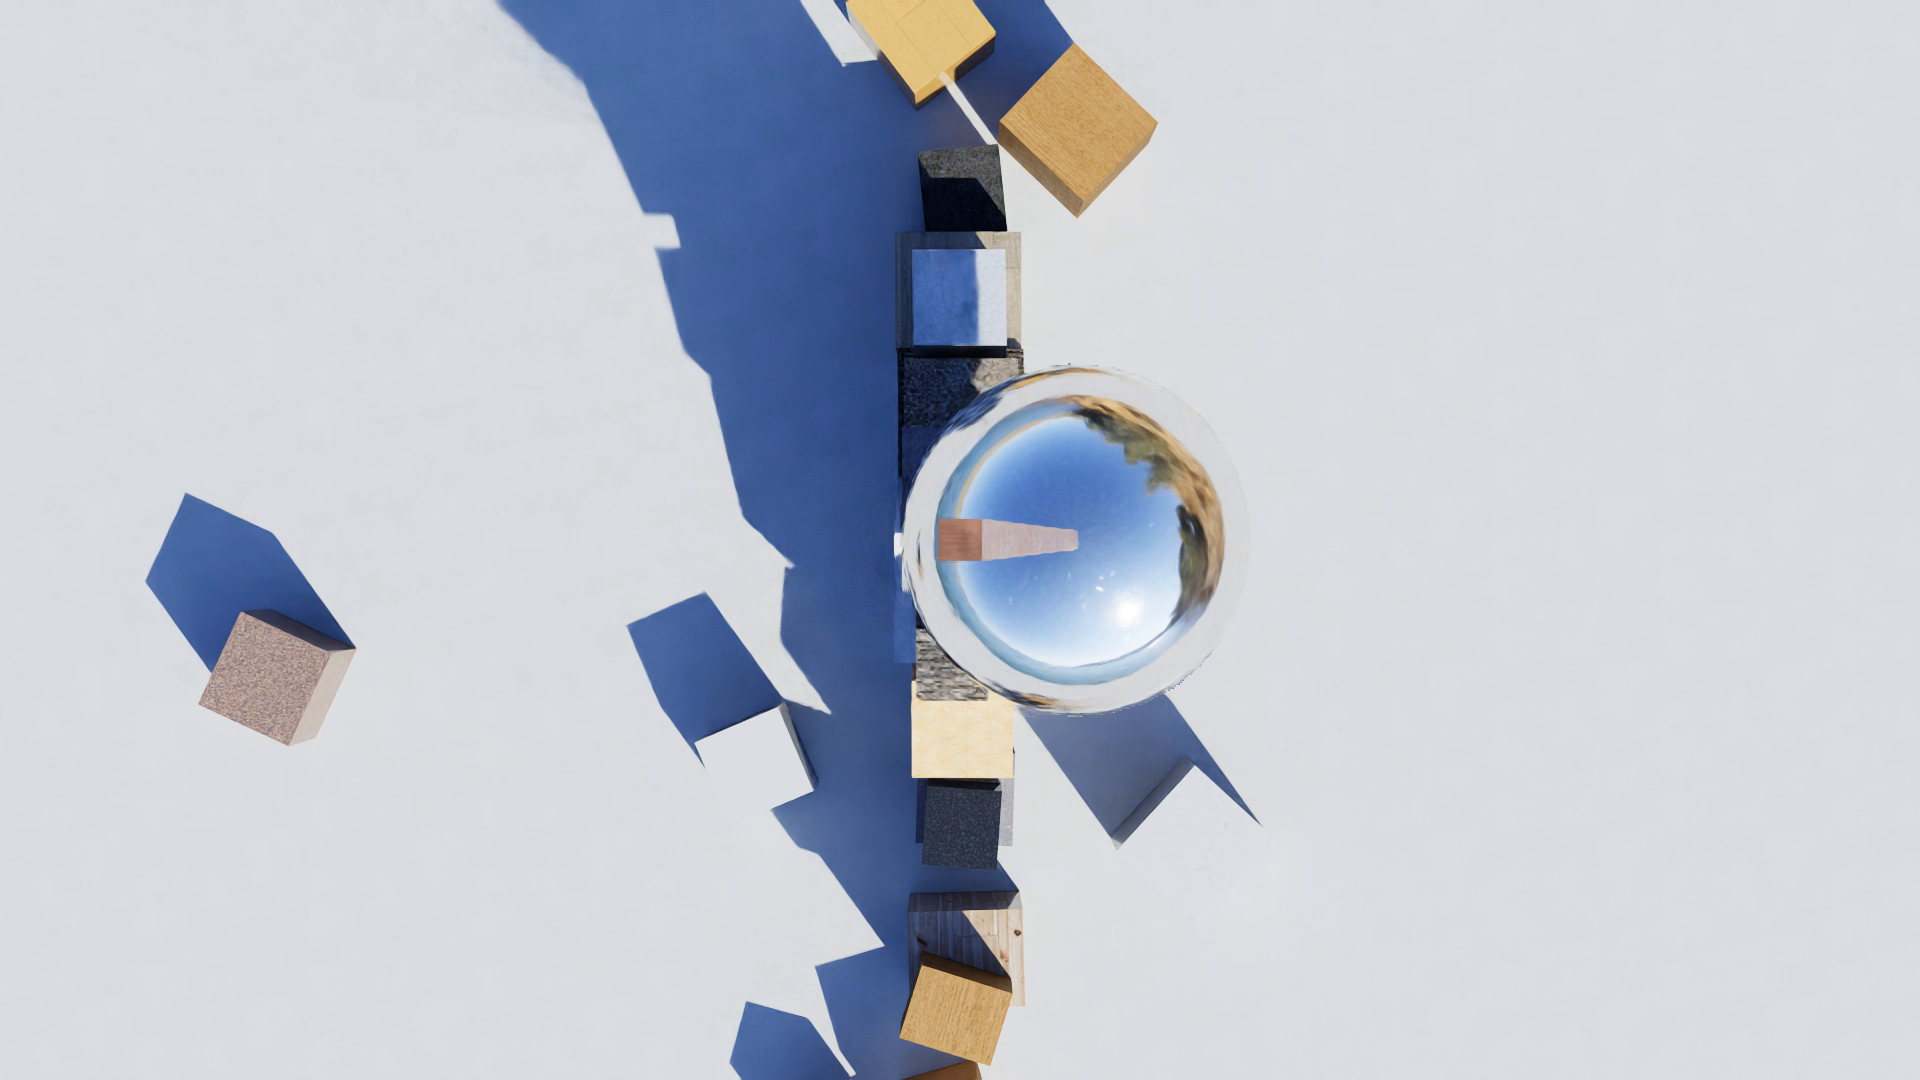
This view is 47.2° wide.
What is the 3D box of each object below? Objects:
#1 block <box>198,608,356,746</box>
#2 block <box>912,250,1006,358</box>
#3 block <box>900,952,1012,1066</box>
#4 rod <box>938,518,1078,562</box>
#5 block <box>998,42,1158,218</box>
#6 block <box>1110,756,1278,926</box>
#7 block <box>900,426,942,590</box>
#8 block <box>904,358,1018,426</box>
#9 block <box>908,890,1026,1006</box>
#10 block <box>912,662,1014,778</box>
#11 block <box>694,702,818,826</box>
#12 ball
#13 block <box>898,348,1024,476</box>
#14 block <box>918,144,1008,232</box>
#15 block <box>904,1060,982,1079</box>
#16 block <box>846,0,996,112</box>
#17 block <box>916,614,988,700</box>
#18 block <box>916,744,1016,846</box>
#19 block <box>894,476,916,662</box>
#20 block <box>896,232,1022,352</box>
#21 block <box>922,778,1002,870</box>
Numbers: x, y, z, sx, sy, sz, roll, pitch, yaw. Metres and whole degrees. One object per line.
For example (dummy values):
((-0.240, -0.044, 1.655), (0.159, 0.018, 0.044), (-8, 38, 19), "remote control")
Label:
((-3.944, 0.788, 12.737), (0.568, 0.526, 0.581), (25, 90, 0), "block")
((-0.002, -1.255, 11.958), (0.494, 0.562, 0.520), (-1, 83, 0), "block")
((-0.021, 2.576, 12.118), (0.516, 0.423, 0.412), (17, 90, 0), "block")
((0.229, 0.000, 6.693), (0.080, 5.200, 0.080), (0, 90, 5), "rod")
((0.667, -2.344, 12.662), (0.651, 0.677, 0.608), (44, 90, 0), "block")
((1.339, 1.727, 12.706), (0.633, 0.587, 0.654), (43, 90, 0), "block")
((-0.001, -0.160, 11.312), (0.590, 0.541, 0.651), (0, 53, 0), "block")
((0.007, -0.655, 11.910), (0.598, 0.615, 0.610), (0, 90, 0), "block")
((0.036, 2.350, 12.665), (0.646, 0.671, 0.545), (-1, 90, 0), "block")
((0.014, 0.910, 12.076), (0.544, 0.582, 0.581), (0, 112, 0), "block")
((-1.171, 1.288, 12.751), (0.514, 0.497, 0.517), (-23, 90, 0), "block")
((0.529, 0.000, 10.079), (1.600, 1.600, 1.600), (0, 90, 0), "ball")
((0.003, -0.678, 12.609), (0.703, 0.782, 0.771), (0, 90, 0), "block")
((0.014, -1.990, 12.767), (0.466, 0.467, 0.495), (-6, 90, 0), "block")
((-0.064, 3.378, 12.740), (0.484, 0.519, 0.519), (-16, 90, 0), "block")
((-0.223, -2.964, 12.736), (0.578, 0.527, 0.646), (-37, 90, 0), "block")
((-0.038, 0.554, 11.612), (0.379, 0.433, 0.425), (1, 116, 0), "block")
((0.031, 1.466, 12.741), (0.550, 0.517, 0.527), (2, 90, 0), "block")
((-0.012, 0.158, 12.048), (0.671, 0.701, 0.785), (1, 116, 0), "block")
((-0.009, -1.396, 12.634), (0.703, 0.731, 0.649), (0, 90, 0), "block")
((0.011, 1.584, 12.285), (0.413, 0.394, 0.435), (4, 90, 0), "block")
